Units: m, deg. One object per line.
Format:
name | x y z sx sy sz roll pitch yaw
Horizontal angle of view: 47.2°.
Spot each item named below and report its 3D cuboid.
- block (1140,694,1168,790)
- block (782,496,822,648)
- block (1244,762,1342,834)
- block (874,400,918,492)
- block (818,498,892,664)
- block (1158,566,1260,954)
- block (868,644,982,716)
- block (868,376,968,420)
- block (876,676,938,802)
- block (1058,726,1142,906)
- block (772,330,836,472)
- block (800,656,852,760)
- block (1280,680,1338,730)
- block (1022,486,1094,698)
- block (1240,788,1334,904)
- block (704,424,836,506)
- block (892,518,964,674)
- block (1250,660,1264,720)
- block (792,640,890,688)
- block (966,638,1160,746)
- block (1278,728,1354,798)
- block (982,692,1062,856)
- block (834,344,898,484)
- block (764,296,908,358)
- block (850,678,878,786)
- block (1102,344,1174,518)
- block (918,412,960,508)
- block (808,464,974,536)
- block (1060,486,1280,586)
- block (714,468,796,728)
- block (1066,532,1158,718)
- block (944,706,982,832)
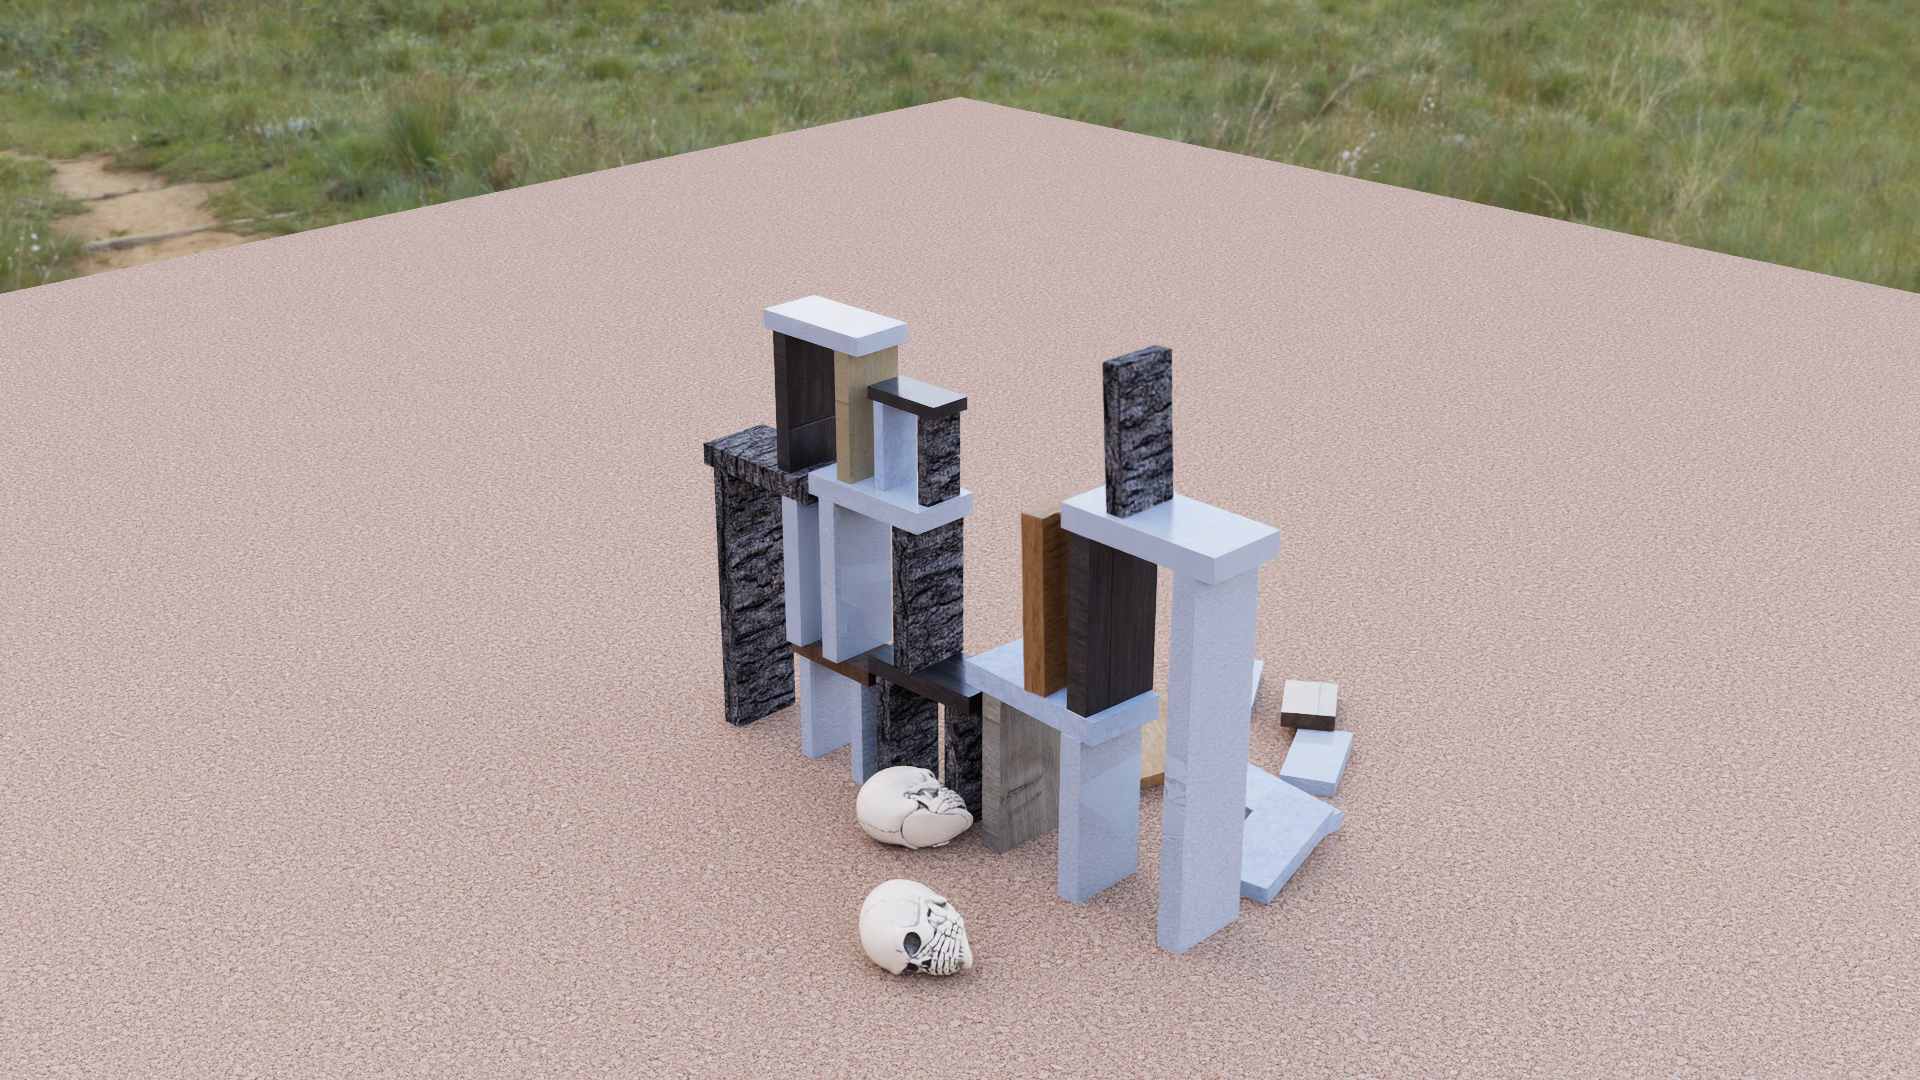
block | 0.374 0.429 4.586 0.354 0.050 0.177 -12 54 -26
block | -0.287 0.043 4.553 0.046 0.326 0.163 21 31 41
block | 0.625 0.535 4.451 0.135 0.038 0.270 -17 29 -35
block | -0.126 -0.194 4.281 0.026 0.181 0.090 21 31 40
block | -0.211 0.062 4.474 0.154 0.353 0.044 -21 31 -41
block | 0.440 0.379 3.913 0.175 0.747 0.050 -21 31 -41
block | -0.037 0.265 4.380 0.275 0.039 0.138 20 30 39
block | -0.082 -0.272 4.202 0.181 0.026 0.090 21 31 40
block | -0.107 0.386 4.499 0.039 0.275 0.138 21 31 40
block | 0.264 0.498 4.145 0.173 0.347 0.049 -21 31 -41
block | -0.309 -0.293 4.436 0.038 0.293 0.134 22 31 41
block | -0.282 0.336 4.667 0.118 0.236 0.033 -21 31 -41
block | 0.766 0.361 4.822 0.115 0.033 0.230 4 14 10
block | 0.193 0.096 4.068 0.050 0.354 0.177 17 28 39
block | 0.601 0.591 4.257 0.135 0.038 0.270 16 38 33
block | -0.364 -0.158 4.551 0.163 0.046 0.326 -22 31 -40
block | -0.062 0.097 4.334 0.044 0.308 0.154 21 31 40
block | 0.611 0.330 4.942 0.115 0.033 0.230 5 24 12
block | -0.227 0.234 4.563 0.236 0.033 0.118 21 31 41
block | 0.190 0.280 4.150 0.173 0.049 0.347 -19 29 -37
block | 0.750 0.463 4.627 0.115 0.033 0.230 7 24 17
block | 0.124 0.428 4.309 0.173 0.346 0.049 -19 30 -38
block | -0.182 -0.256 4.316 0.038 0.268 0.134 21 31 40
block | -0.245 -0.421 4.313 0.268 0.038 0.134 21 31 40
block | -0.171 0.380 4.564 0.033 0.236 0.118 21 31 41
block | 0.310 -0.189 3.814 0.135 0.273 0.038 -21 27 -40
block | -0.040 -0.161 4.204 0.026 0.181 0.090 20 30 39
block | -0.138 -0.093 4.331 0.308 0.044 0.154 21 31 40
block | 0.364 -0.019 3.831 0.176 0.050 0.351 -21 31 -40
block | -0.441 0.107 4.747 0.046 0.595 0.163 21 31 41
block | 0.277 0.132 3.988 0.175 0.351 0.050 -19 29 -38
block | 0.032 0.431 4.392 0.138 0.275 0.039 -21 31 -40
